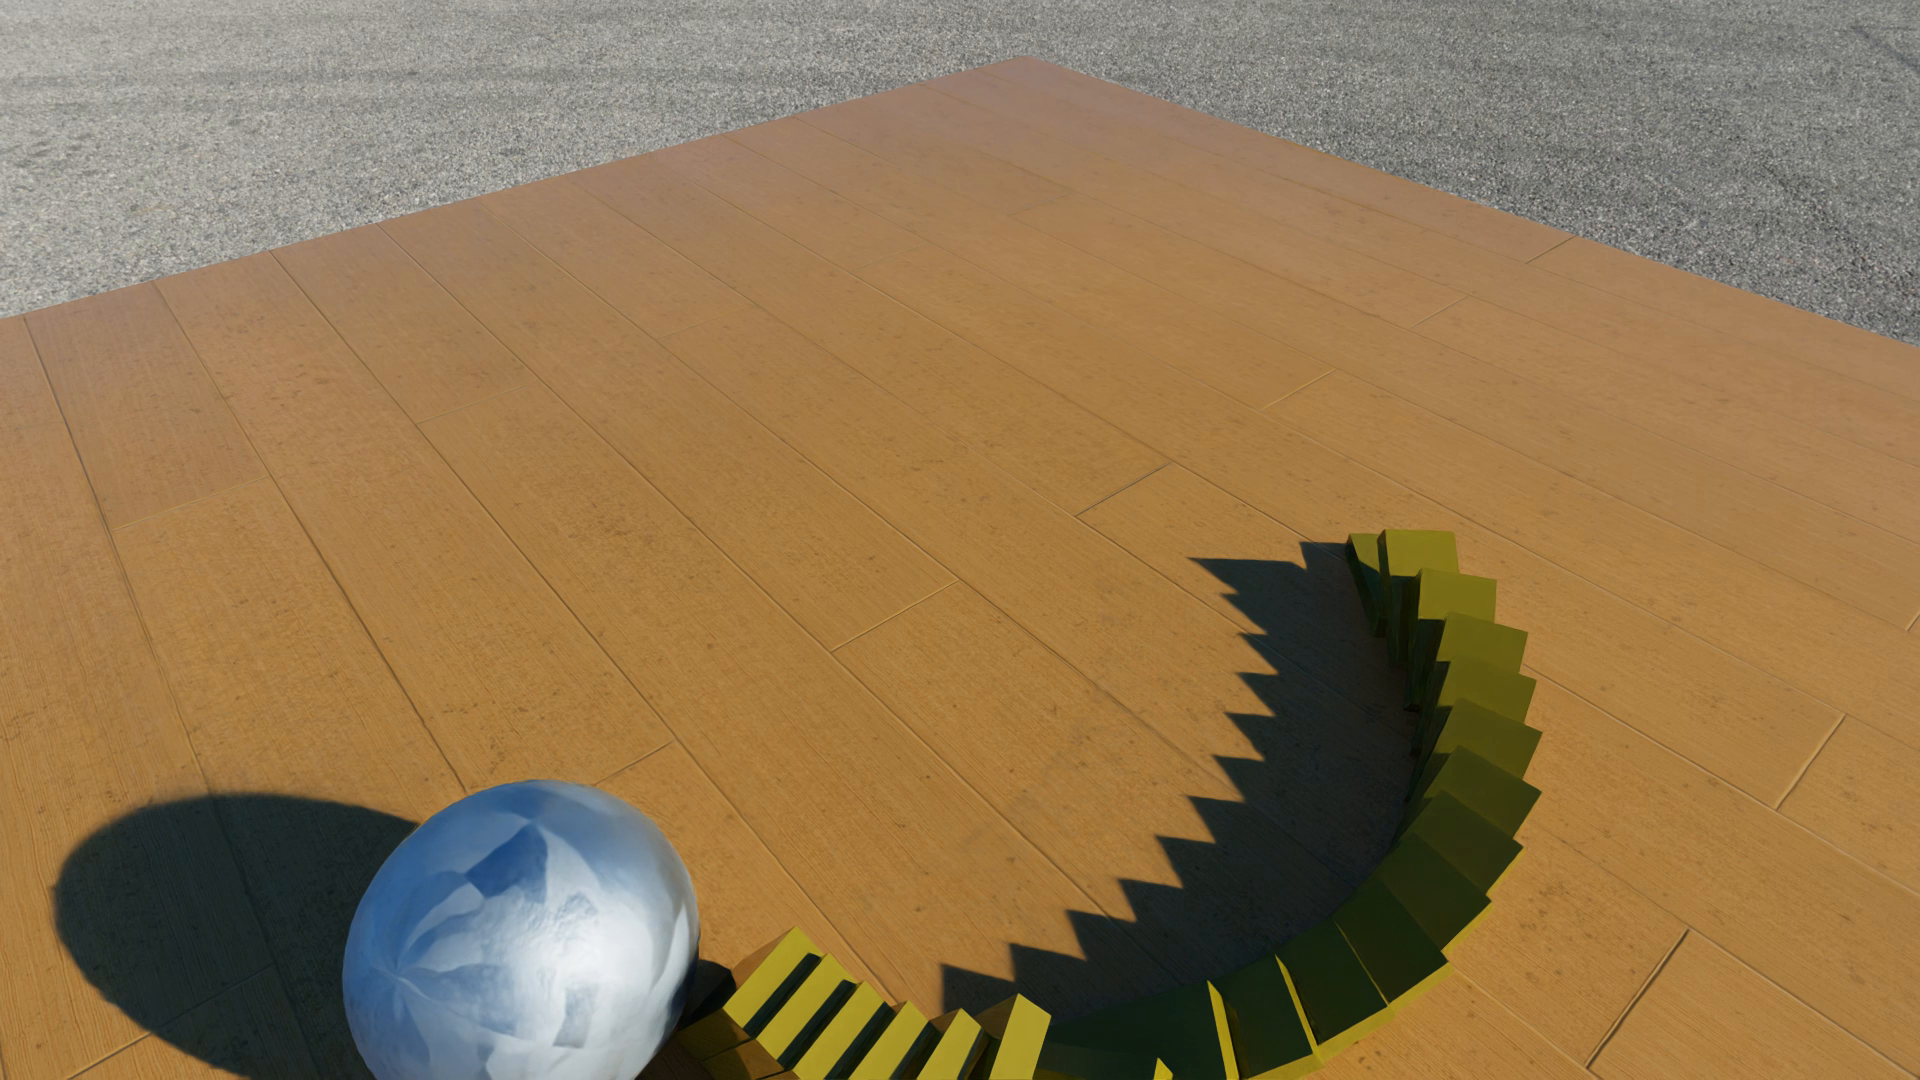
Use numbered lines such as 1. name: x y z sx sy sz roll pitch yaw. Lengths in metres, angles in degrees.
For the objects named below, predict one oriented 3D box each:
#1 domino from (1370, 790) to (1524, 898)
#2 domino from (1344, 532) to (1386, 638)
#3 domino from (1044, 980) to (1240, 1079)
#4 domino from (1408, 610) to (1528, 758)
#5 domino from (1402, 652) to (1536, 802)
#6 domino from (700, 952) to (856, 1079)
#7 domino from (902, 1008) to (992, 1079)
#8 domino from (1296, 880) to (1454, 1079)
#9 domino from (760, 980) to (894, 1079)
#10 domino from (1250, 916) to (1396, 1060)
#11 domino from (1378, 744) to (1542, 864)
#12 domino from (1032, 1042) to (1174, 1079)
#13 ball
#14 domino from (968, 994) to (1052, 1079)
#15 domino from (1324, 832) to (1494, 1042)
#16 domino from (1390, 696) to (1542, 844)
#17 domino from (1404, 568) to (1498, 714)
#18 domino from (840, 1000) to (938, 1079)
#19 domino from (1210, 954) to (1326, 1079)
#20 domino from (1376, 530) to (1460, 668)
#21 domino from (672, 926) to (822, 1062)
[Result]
1. domino: 0.130 0.097 0.306 0.050 0.009 0.025 -47 53 -6
2. domino: 0.167 0.017 0.423 0.025 0.010 0.050 2 39 2
3. domino: 0.041 0.128 0.268 0.050 0.009 0.025 -25 36 18
4. domino: 0.168 0.051 0.363 0.025 0.009 0.050 16 71 19
5. domino: 0.161 0.064 0.348 0.025 0.010 0.050 20 72 22
6. domino: -0.045 0.118 0.269 0.009 0.050 0.025 45 50 3
7. domino: -0.014 0.127 0.258 0.010 0.050 0.025 43 49 1
8. domino: 0.098 0.114 0.285 0.050 0.009 0.025 -37 44 4
9. domino: -0.036 0.123 0.264 0.010 0.050 0.025 45 50 3
10. domino: 0.080 0.120 0.278 0.050 0.009 0.025 -34 42 7
11. domino: 0.143 0.087 0.318 0.025 0.009 0.050 32 79 33
12. domino: 0.023 0.134 0.260 0.050 0.010 0.025 -10 40 35
13. ball: -0.104 0.099 0.267 0.080 0.080 0.080 0 39 0
14. domino: 0.001 0.127 0.258 0.009 0.050 0.025 36 43 -6
15. domino: 0.115 0.106 0.295 0.050 0.009 0.025 -43 49 -2
16. domino: 0.153 0.076 0.333 0.025 0.010 0.050 24 74 27
17. domino: 0.170 0.036 0.381 0.025 0.010 0.050 10 69 11
18. domino: -0.026 0.126 0.260 0.010 0.050 0.025 45 51 3
19. domino: 0.061 0.125 0.272 0.050 0.009 0.025 -29 38 13
20. domino: 0.167 0.021 0.398 0.025 0.010 0.050 2 69 2
21. domino: -0.054 0.114 0.274 0.009 0.050 0.025 45 50 3
